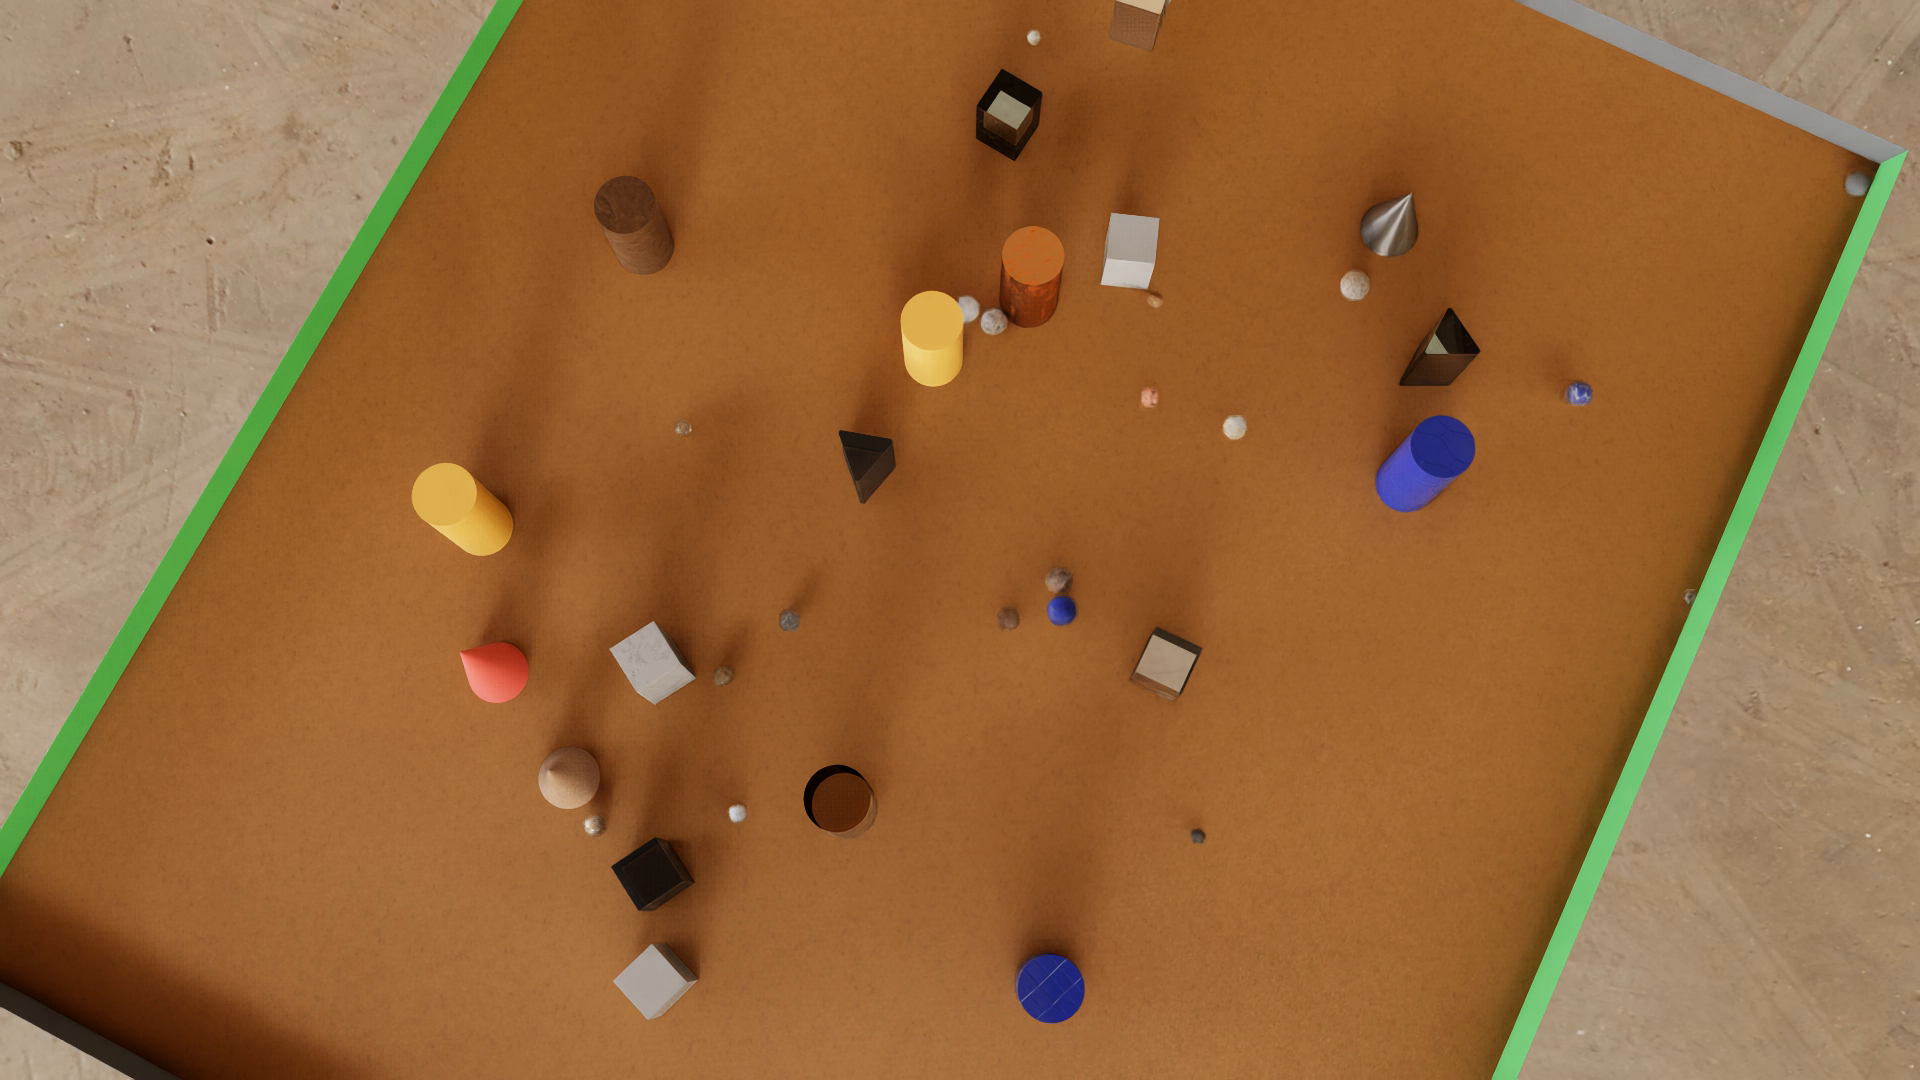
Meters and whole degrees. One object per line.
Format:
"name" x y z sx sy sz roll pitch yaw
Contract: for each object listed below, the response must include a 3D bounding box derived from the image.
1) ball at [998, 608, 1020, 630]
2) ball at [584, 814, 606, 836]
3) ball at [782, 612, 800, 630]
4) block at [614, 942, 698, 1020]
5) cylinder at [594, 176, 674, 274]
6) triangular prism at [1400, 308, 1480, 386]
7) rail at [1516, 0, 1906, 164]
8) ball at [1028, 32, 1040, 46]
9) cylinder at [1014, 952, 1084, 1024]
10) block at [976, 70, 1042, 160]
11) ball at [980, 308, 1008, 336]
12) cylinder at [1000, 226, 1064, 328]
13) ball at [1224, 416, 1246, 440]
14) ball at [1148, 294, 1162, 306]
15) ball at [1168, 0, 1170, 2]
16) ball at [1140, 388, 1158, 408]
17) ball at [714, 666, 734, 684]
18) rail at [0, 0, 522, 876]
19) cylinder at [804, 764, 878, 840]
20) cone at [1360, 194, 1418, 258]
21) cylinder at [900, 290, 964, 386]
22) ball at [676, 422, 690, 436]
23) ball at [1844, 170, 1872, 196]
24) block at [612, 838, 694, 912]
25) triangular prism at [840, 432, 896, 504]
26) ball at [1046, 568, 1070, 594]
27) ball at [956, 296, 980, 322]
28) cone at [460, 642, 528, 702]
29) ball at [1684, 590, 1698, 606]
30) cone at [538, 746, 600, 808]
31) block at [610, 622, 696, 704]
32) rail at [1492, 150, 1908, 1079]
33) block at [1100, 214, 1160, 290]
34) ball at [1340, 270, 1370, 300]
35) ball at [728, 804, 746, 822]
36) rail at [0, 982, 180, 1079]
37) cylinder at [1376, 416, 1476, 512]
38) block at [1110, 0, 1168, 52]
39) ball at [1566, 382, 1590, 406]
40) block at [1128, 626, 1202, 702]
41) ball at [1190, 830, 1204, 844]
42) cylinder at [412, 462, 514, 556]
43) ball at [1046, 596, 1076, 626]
"ball" 0.149 0.241 5.533 0.066 0.066 0.066 0 78 0
"ball" -1.077 0.841 5.412 0.060 0.060 0.060 0 78 0
"ball" -0.512 0.243 5.537 0.057 0.057 0.057 0 78 0
"block" -0.867 1.259 5.238 0.147 0.231 0.147 -44 82 -8
"cylinder" -0.999 -0.964 5.635 0.184 0.354 0.184 0 78 0
"triangular prism" 1.449 -0.585 5.568 0.160 0.332 0.138 0 78 0
"rail" 1.082 -2.113 5.991 4.212 0.120 0.045 26 80 5
"ball" 0.240 -1.624 5.930 0.043 0.043 0.043 0 78 0
"cylinder" 0.251 1.266 5.193 0.184 0.317 0.184 0 78 0
"block" 0.152 -1.336 5.770 0.147 0.240 0.147 32 80 6
"ball" 0.106 -0.681 5.714 0.084 0.084 0.084 0 78 0
"cylinder" 0.215 -0.795 5.578 0.184 0.397 0.184 0 78 0
"ball" 0.847 -0.345 5.651 0.071 0.071 0.071 0 78 0
"ball" 0.610 -0.753 5.751 0.042 0.042 0.042 0 78 0
"ball" 0.653 -1.774 5.942 0.080 0.080 0.080 0 78 0
"ball" 0.587 -0.440 5.678 0.057 0.057 0.057 0 78 0
"ball" -0.709 0.406 5.504 0.054 0.054 0.054 0 78 0
"rail" -1.862 -0.906 5.741 0.045 0.120 4.886 26 80 5
"cylinder" -0.337 0.753 5.237 0.184 0.438 0.184 0 78 0
"cone" 1.364 -1.017 5.673 0.184 0.302 0.184 0 78 0
"cylinder" -0.082 -0.606 5.554 0.184 0.368 0.184 0 78 0
"ball" -0.855 -0.343 5.665 0.044 0.044 0.044 0 78 0
"ball" 2.848 -1.132 5.810 0.078 0.078 0.078 0 78 0
"block" -0.884 0.967 5.290 0.147 0.247 0.147 -33 80 -6
"triangular prism" -0.302 -0.245 5.513 0.138 0.302 0.160 40 81 8
"ball" 0.297 0.124 5.551 0.077 0.077 0.077 0 78 0
"ball" 0.021 -0.720 5.723 0.082 0.082 0.082 0 78 0
"cone" -1.395 0.356 5.321 0.184 0.434 0.184 0 78 0
"ball" 2.220 0.176 5.558 0.043 0.043 0.043 0 78 0
"cone" -1.166 0.681 5.332 0.184 0.281 0.184 0 78 0
"block" -0.897 0.364 5.377 0.147 0.321 0.147 -33 80 -6
"rail" 1.862 0.918 5.364 0.045 0.120 4.886 26 80 5
"block" 0.526 -0.893 5.682 0.147 0.234 0.147 6 78 1
"ball" 1.237 -0.799 5.735 0.092 0.092 0.092 0 78 0
"ball" -0.659 0.808 5.423 0.052 0.052 0.052 0 78 0
"rail" -1.082 2.125 5.115 4.212 0.120 0.045 26 80 5
"cylinder" 1.374 -0.220 5.433 0.184 0.449 0.184 0 78 0
"block" 0.577 -1.699 5.837 0.147 0.255 0.147 19 79 4
"ball" 1.913 -0.452 5.672 0.075 0.075 0.075 0 78 0
"block" 0.607 0.370 5.424 0.147 0.227 0.147 25 79 5
"ball" 0.702 0.876 5.413 0.043 0.043 0.043 0 78 0
"cylinder" -1.464 -0.085 5.412 0.184 0.434 0.184 0 78 0
"ball" 0.307 0.216 5.526 0.090 0.090 0.090 0 78 0
